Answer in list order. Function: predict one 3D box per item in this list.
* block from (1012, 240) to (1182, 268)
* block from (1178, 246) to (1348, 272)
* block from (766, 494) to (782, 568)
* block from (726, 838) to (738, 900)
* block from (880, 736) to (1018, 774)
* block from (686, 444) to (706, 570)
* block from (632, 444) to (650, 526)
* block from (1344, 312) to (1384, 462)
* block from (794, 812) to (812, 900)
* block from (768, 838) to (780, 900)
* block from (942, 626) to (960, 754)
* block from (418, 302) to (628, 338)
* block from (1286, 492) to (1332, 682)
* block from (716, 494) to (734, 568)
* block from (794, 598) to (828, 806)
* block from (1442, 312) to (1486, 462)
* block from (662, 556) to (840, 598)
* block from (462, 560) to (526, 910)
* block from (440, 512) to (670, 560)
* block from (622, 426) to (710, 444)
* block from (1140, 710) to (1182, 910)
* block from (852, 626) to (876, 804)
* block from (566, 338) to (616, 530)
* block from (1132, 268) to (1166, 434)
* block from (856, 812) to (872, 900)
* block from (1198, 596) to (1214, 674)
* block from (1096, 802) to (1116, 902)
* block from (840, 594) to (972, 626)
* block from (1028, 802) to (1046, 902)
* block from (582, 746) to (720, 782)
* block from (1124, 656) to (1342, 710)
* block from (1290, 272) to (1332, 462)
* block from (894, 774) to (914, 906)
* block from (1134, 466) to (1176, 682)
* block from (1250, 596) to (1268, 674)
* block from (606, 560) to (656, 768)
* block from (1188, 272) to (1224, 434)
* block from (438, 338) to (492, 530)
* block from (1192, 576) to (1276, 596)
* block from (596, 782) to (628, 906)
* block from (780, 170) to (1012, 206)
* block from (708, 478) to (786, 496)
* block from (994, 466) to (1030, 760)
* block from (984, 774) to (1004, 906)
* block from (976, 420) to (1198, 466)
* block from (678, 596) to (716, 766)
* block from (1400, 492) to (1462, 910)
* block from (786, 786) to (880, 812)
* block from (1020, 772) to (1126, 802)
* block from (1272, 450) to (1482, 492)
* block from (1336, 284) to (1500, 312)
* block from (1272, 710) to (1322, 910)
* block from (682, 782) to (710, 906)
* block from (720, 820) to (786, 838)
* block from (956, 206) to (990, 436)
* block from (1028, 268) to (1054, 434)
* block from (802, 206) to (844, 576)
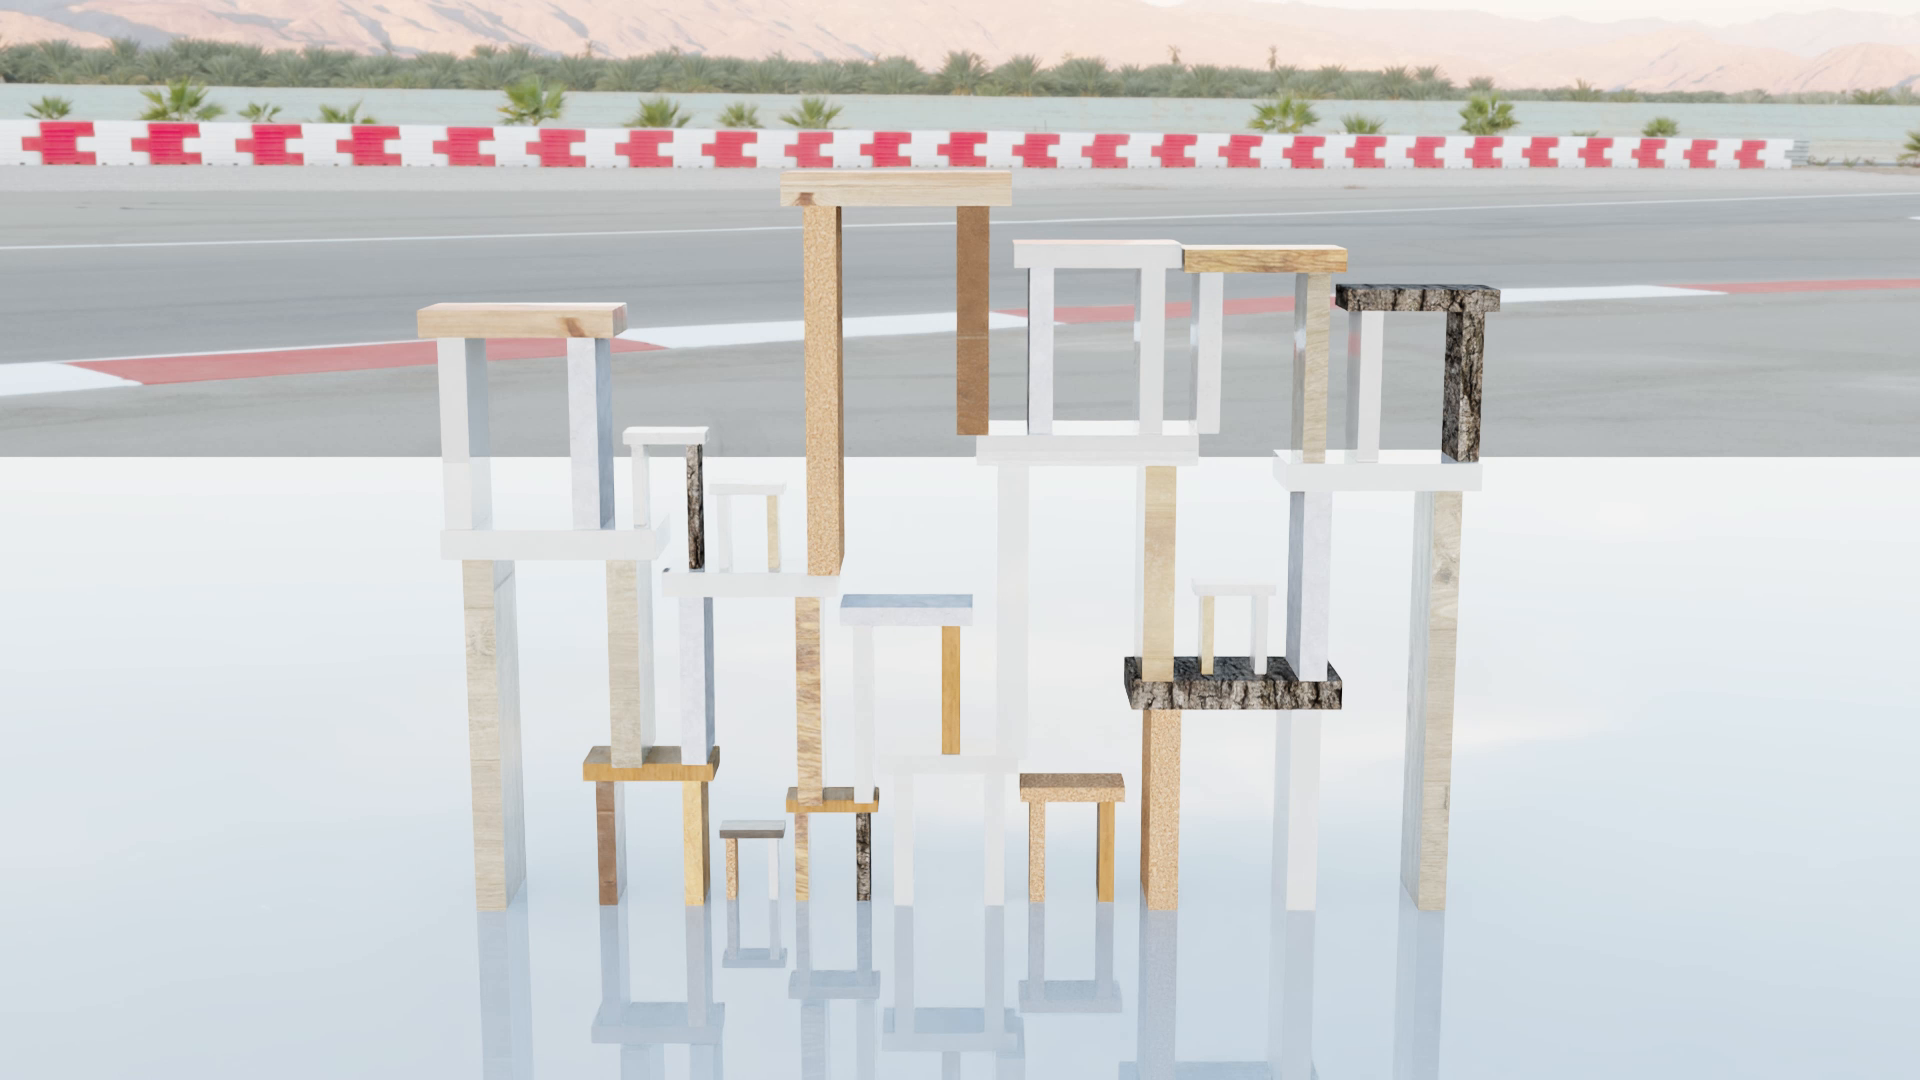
[{"bbox_3d":[0.214,-0.452,3.471,0.259,0.037,0.130,0,11,0],"label":"block"},{"bbox_3d":[0.475,-0.445,3.474,0.252,0.036,0.126,0,11,0],"label":"block"},{"bbox_3d":[-0.301,-0.019,3.558,0.017,0.119,0.059,-1,10,0],"label":"block"},{"bbox_3d":[-0.379,0.539,3.657,0.015,0.105,0.053,0,11,0],"label":"block"},{"bbox_3d":[-0.018,0.354,3.624,0.224,0.032,0.112,0,11,0],"label":"block"},{"bbox_3d":[-0.426,-0.059,3.543,0.018,0.202,0.065,0,11,0],"label":"block"},{"bbox_3d":[-0.513,-0.094,3.539,0.018,0.131,0.065,0,11,0],"label":"block"},{"bbox_3d":[0.645,-0.251,3.513,0.034,0.238,0.119,0,11,0],"label":"block"},{"bbox_3d":[-0.261,0.515,3.659,0.021,0.151,0.076,0,11,0],"label":"block"},{"bbox_3d":[-0.309,0.539,3.657,0.015,0.105,0.053,0,11,0],"label":"block"},{"bbox_3d":[-0.015,0.233,3.605,0.030,0.213,0.107,0,11,0],"label":"block"},{"bbox_3d":[-0.691,-0.349,3.493,0.303,0.043,0.152,0,11,0],"label":"block"},{"bbox_3d":[0.565,0.061,3.567,0.044,0.308,0.154,0,11,0],"label":"block"},{"bbox_3d":[-0.380,-0.019,3.558,0.017,0.119,0.059,-1,10,0],"label":"block"},{"bbox_3d":[-0.244,0.249,3.610,0.039,0.347,0.139,0,11,0],"label":"block"},{"bbox_3d":[0.803,-0.251,3.513,0.034,0.238,0.119,0,11,0],"label":"block"},{"bbox_3d":[-0.337,0.059,3.575,0.278,0.039,0.139,0,11,0],"label":"block"},{"bbox_3d":[-0.765,0.303,3.620,0.048,0.583,0.171,0,11,0],"label":"block"},{"bbox_3d":[-0.651,-0.007,3.562,0.341,0.048,0.171,0,11,0],"label":"block"},{"bbox_3d":[-0.470,-0.168,3.524,0.131,0.018,0.065,0,11,0],"label":"block"},{"bbox_3d":[0.332,0.423,3.643,0.048,0.338,0.169,0,11,0],"label":"block"},{"bbox_3d":[-0.157,0.274,3.612,0.030,0.297,0.107,0,11,0],"label":"block"},{"bbox_3d":[-0.590,-0.179,3.524,0.043,0.303,0.152,0,11,0],"label":"block"},{"bbox_3d":[0.300,-0.306,3.498,0.037,0.259,0.130,0,11,0],"label":"block"},{"bbox_3d":[-0.160,0.515,3.659,0.021,0.151,0.076,0,11,0],"label":"block"},{"bbox_3d":[0.401,0.148,3.584,0.018,0.130,0.065,0,11,0],"label":"block"},{"bbox_3d":[0.242,0.505,3.656,0.024,0.171,0.086,0,11,0],"label":"block"},{"bbox_3d":[-0.086,0.114,3.582,0.213,0.030,0.107,0,11,0],"label":"block"},{"bbox_3d":[0.128,0.505,3.656,0.024,0.171,0.086,0,11,0],"label":"block"},{"bbox_3d":[-0.507,0.368,3.624,0.212,0.030,0.106,0,11,0],"label":"block"},{"bbox_3d":[0.444,0.234,3.608,0.338,0.048,0.169,0,11,0],"label":"block"},{"bbox_3d":[0.558,-0.280,3.504,0.036,0.298,0.126,0,11,0],"label":"block"},{"bbox_3d":[-0.092,0.480,3.648,0.032,0.224,0.112,0,11,0],"label":"block"},{"bbox_3d":[0.316,0.039,3.571,0.049,0.348,0.174,0,10,0],"label":"block"},{"bbox_3d":[0.487,0.148,3.584,0.018,0.130,0.065,0,11,0],"label":"block"},{"bbox_3d":[-0.537,0.184,3.598,0.048,0.341,0.171,0,10,0],"label":"block"},{"bbox_3d":[0.391,-0.303,3.500,0.036,0.252,0.126,0,11,0],"label":"block"},{"bbox_3d":[-0.792,-0.179,3.524,0.043,0.303,0.152,0,11,0],"label":"block"},{"bbox_3d":[0.444,0.075,3.570,0.130,0.018,0.065,0,11,0],"label":"block"},{"bbox_3d":[-0.578,0.487,3.646,0.030,0.212,0.106,0,11,0],"label":"block"},{"bbox_3d":[-0.098,-0.553,3.458,0.355,0.050,0.177,0,11,0],"label":"block"},{"bbox_3d":[-0.342,-0.086,3.548,0.119,0.017,0.059,0,10,1],"label":"block"},{"bbox_3d":[0.083,0.103,3.581,0.049,0.478,0.174,0,11,0],"label":"block"},{"bbox_3d":[0.057,0.480,3.649,0.032,0.224,0.112,0,11,0],"label":"block"},{"bbox_3d":[0.200,-0.156,3.534,0.348,0.049,0.174,0,11,0],"label":"block"},{"bbox_3d":[-0.430,0.215,3.603,0.039,0.278,0.139,0,11,0],"label":"block"},{"bbox_3d":[0.770,0.250,3.602,0.044,0.693,0.154,0,11,0],"label":"block"},{"bbox_3d":[-0.210,0.430,3.643,0.151,0.021,0.076,0,11,0],"label":"block"},{"bbox_3d":[0.185,0.409,3.639,0.171,0.024,0.086,0,11,0],"label":"block"},{"bbox_3d":[0.668,-0.112,3.535,0.308,0.044,0.154,0,11,0],"label":"block"},{"bbox_3d":[0.724,-0.385,3.489,0.238,0.034,0.119,0,11,0],"label":"block"},{"bbox_3d":[0.557,0.423,3.643,0.048,0.338,0.169,0,11,0],"label":"block"},{"bbox_3d":[-0.437,0.487,3.646,0.030,0.211,0.106,0,11,0],"label":"block"},{"bbox_3d":[-0.344,0.479,3.647,0.105,0.015,0.053,0,11,0],"label":"block"},{"bbox_3d":[0.020,-0.354,3.495,0.050,0.355,0.177,0,11,0],"label":"block"},{"bbox_3d":[0.127,-0.307,3.498,0.037,0.259,0.130,0,11,0],"label":"block"},{"bbox_3d":[-0.216,-0.244,3.515,0.050,0.579,0.177,0,11,0],"label":"block"}]
